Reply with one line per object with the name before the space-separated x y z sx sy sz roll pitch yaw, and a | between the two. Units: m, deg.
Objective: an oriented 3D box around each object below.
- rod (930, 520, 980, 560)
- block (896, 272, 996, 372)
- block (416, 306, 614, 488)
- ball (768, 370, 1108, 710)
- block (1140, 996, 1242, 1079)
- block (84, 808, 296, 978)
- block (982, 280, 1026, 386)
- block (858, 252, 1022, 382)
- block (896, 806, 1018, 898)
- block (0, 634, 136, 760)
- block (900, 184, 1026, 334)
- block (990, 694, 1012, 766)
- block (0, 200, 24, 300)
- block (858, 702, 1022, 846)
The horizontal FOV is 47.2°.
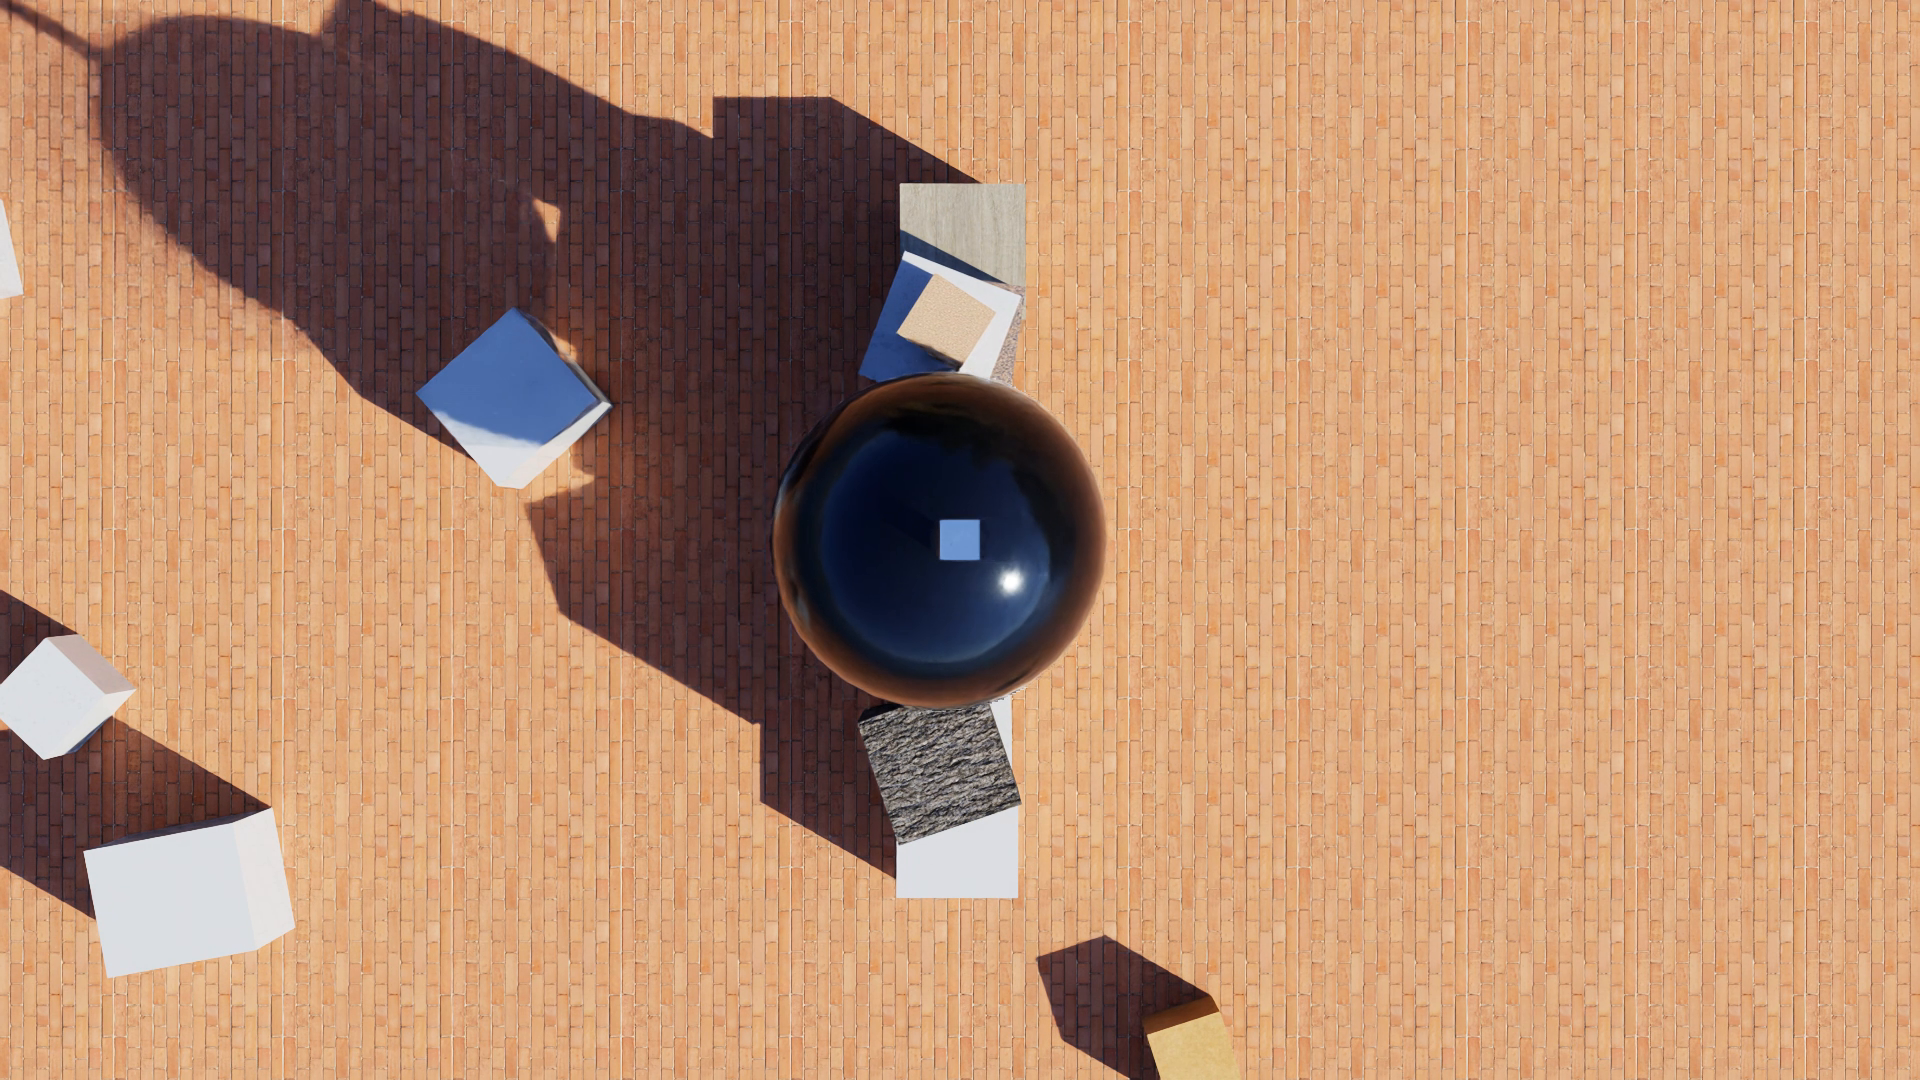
rod | -0.044 0.000 6.998 0.080 5.200 0.080 0 90 -1
block | -0.064 -1.053 10.694 0.349 0.385 0.340 33 93 -2
block | -2.543 -0.806 12.654 0.736 0.692 0.694 -42 90 0
ball | -0.101 0.000 10.398 1.600 1.600 1.600 0 90 0
block | 1.354 3.001 12.777 0.440 0.447 0.510 -18 90 0
block | -4.413 2.014 12.642 0.847 0.715 0.722 -11 90 0
block | -0.028 -1.090 11.889 0.666 0.626 0.630 8 94 -1
block | -0.102 -1.039 11.233 0.617 0.689 0.649 21 94 -1
block | -0.015 1.733 12.704 0.684 0.591 0.572 0 90 0
block | -5.213 0.903 12.762 0.471 0.476 0.512 44 90 0
block | 0.016 -1.599 12.597 0.697 0.807 0.754 0 90 0
block | -0.012 1.064 12.680 0.601 0.641 0.653 -1 90 0
block | -5.864 -1.672 12.724 0.545 0.551 0.570 -13 90 0
block | -0.107 1.173 11.950 0.684 0.817 0.685 -19 90 0
